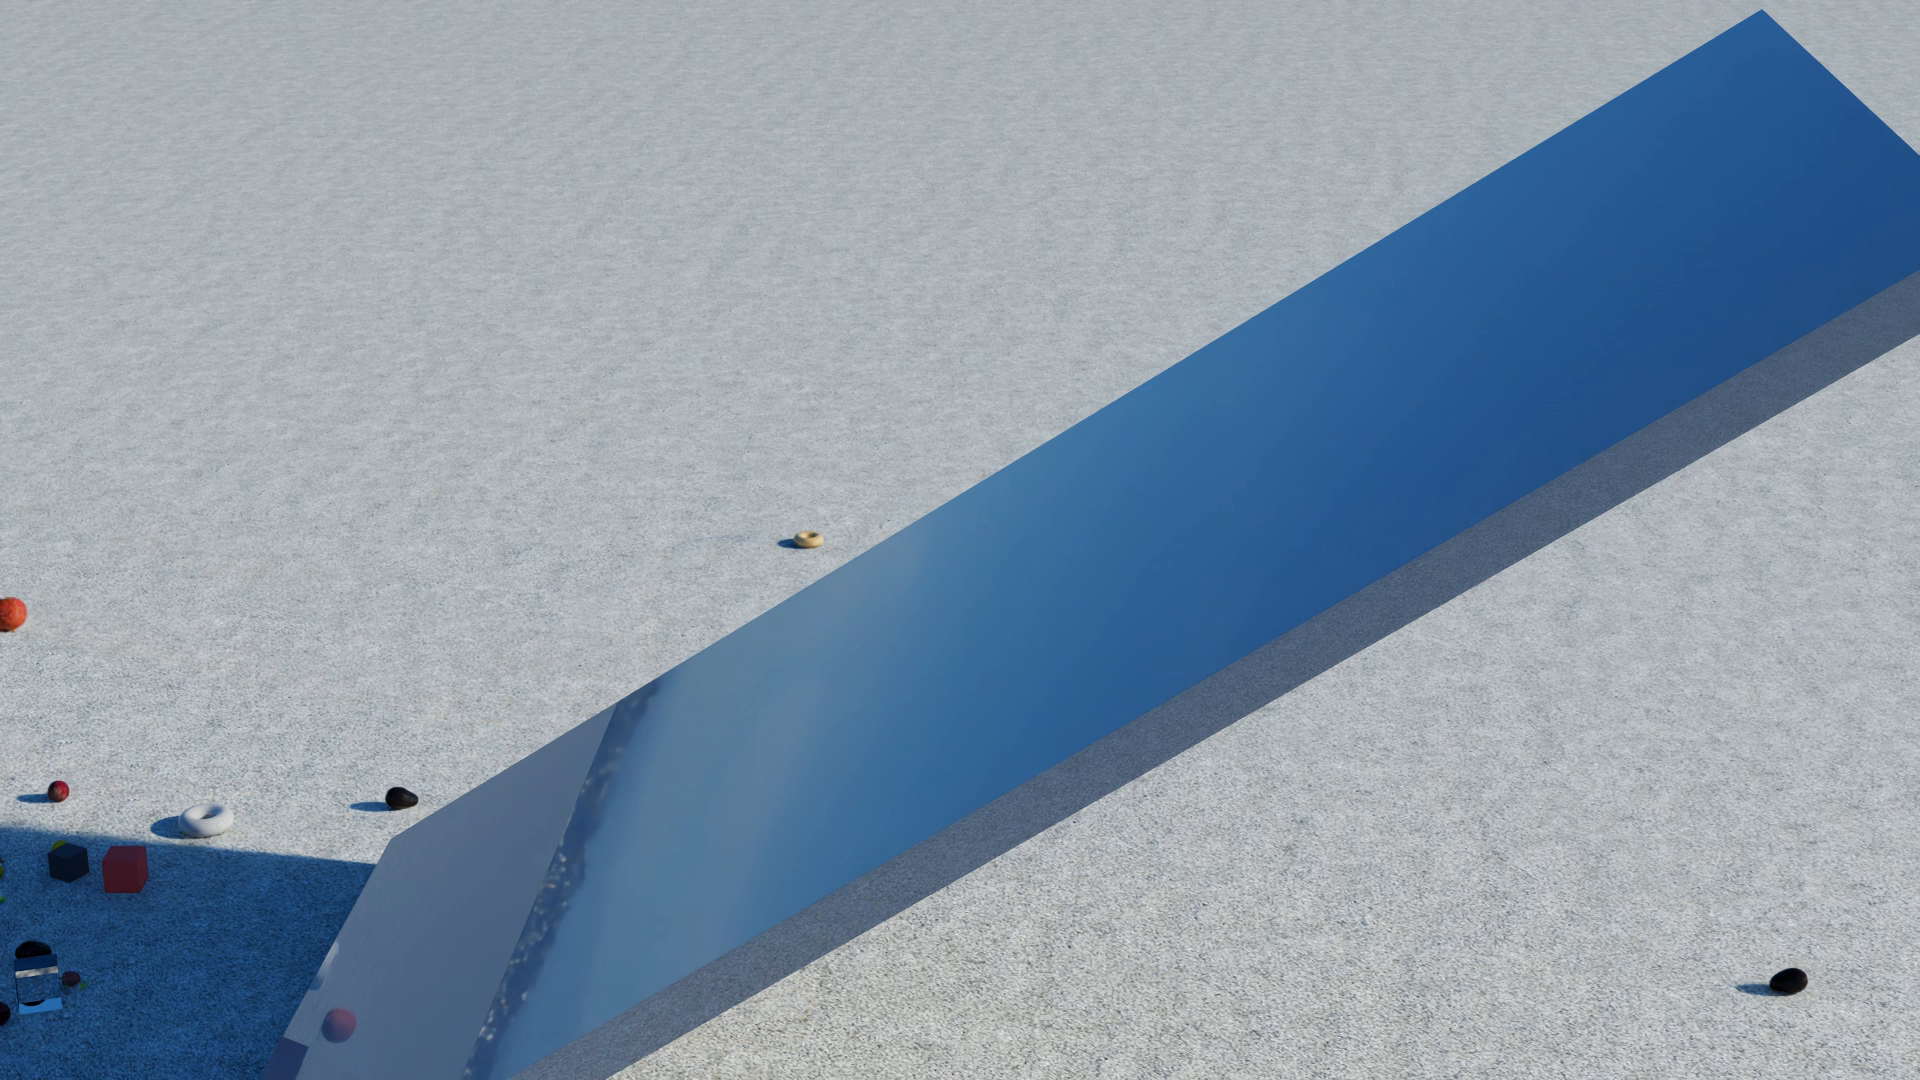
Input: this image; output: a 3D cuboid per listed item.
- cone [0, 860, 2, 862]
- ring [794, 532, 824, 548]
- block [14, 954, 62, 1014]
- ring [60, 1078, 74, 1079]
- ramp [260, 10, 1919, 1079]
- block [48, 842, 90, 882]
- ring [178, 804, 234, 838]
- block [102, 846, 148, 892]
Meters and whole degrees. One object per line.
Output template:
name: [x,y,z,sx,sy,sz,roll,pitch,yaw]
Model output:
cone: [-2.542,0.842,7.741,0.062,0.062,0.062,15,-11,35]
ring: [-0.515,-0.002,9.996,0.103,0.034,0.103,1,20,0]
block: [-2.208,1.063,7.045,0.098,0.098,0.098,-6,21,-17]
ring: [-2.028,1.248,6.645,0.095,0.032,0.095,1,21,-1]
ramp: [0.139,0.171,6.297,4.000,0.100,2.000,-31,15,14]
block: [-2.327,0.842,7.679,0.070,0.070,0.070,11,23,26]
ring: [-2.036,0.756,7.941,0.148,0.049,0.148,-1,21,0]
block: [-2.163,0.853,7.621,0.090,0.090,0.090,0,20,0]
